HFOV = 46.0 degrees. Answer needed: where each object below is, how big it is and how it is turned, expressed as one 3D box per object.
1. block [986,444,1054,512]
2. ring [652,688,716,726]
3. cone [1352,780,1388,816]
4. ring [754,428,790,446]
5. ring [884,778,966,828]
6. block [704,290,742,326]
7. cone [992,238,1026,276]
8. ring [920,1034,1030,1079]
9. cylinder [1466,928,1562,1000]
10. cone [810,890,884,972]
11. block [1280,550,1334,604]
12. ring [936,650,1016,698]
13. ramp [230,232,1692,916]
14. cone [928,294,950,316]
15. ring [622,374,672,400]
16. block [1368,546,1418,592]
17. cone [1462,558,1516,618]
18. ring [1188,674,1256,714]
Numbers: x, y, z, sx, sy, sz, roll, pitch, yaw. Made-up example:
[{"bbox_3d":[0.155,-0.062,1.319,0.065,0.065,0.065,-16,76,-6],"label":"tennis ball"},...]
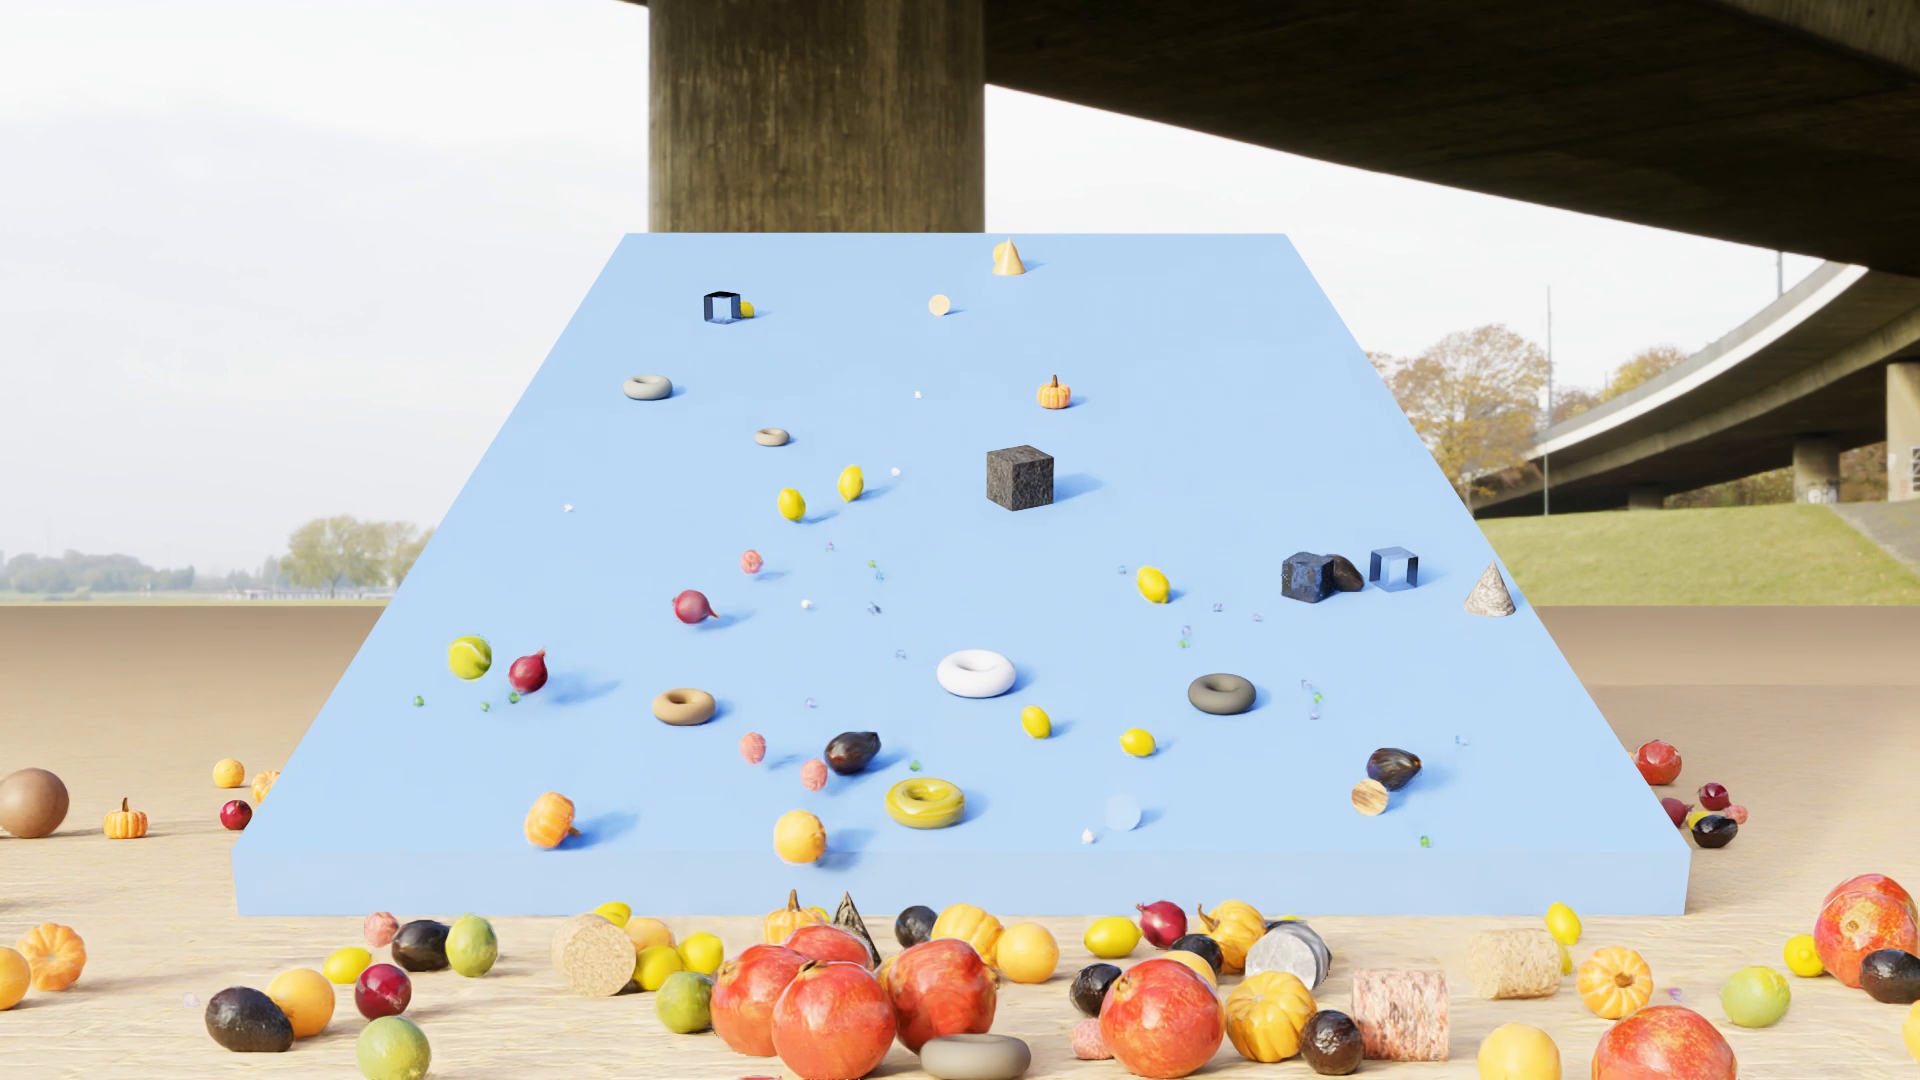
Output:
[{"bbox_3d":[0.119,-0.123,4.480,0.097,0.097,0.097,-11,23,-29],"label":"block"},{"bbox_3d":[-0.427,0.259,3.513,0.098,0.033,0.098,1,19,0],"label":"ring"},{"bbox_3d":[0.576,0.368,3.228,0.052,0.052,0.052,0,-7,-6],"label":"cone"},{"bbox_3d":[-0.403,-0.221,4.855,0.075,0.025,0.075,1,19,0],"label":"ring"},{"bbox_3d":[-0.049,0.371,3.195,0.117,0.039,0.117,1,19,0],"label":"ring"},{"bbox_3d":[-0.613,-0.599,5.841,0.068,0.068,0.068,12,23,30],"label":"block"},{"bbox_3d":[0.139,-0.803,6.366,0.098,0.098,0.098,0,20,0],"label":"cone"},{"bbox_3d":[0.014,0.474,2.075,0.103,0.034,0.103,0,-6,0],"label":"ring"},{"bbox_3d":[0.607,0.464,2.483,0.075,0.075,0.075,0,-2,-17],"label":"cylinder"},{"bbox_3d":[-0.136,0.464,2.711,0.090,0.090,0.090,0,-2,0],"label":"cone"},{"bbox_3d":[0.614,0.066,4.002,0.066,0.066,0.066,15,24,35],"label":"block"},{"bbox_3d":[0.026,0.214,3.626,0.128,0.043,0.128,1,21,0],"label":"ring"},{"bbox_3d":[-0.005,-0.205,4.998,2.000,0.100,4.000,0,20,0],"label":"ramp"},{"bbox_3d":[-0.049,-0.610,5.936,0.056,0.056,0.056,0,-7,10],"label":"cone"},{"bbox_3d":[-0.717,-0.351,5.195,0.115,0.038,0.115,1,20,0],"label":"ring"},{"bbox_3d":[0.776,0.052,4.049,0.060,0.060,0.060,-8,21,-22],"label":"block"},{"bbox_3d":[0.925,0.075,3.942,0.092,0.092,0.092,0,20,0],"label":"cone"},{"bbox_3d":[0.412,0.242,3.559,0.108,0.036,0.108,-1,20,0],"label":"ring"}]
